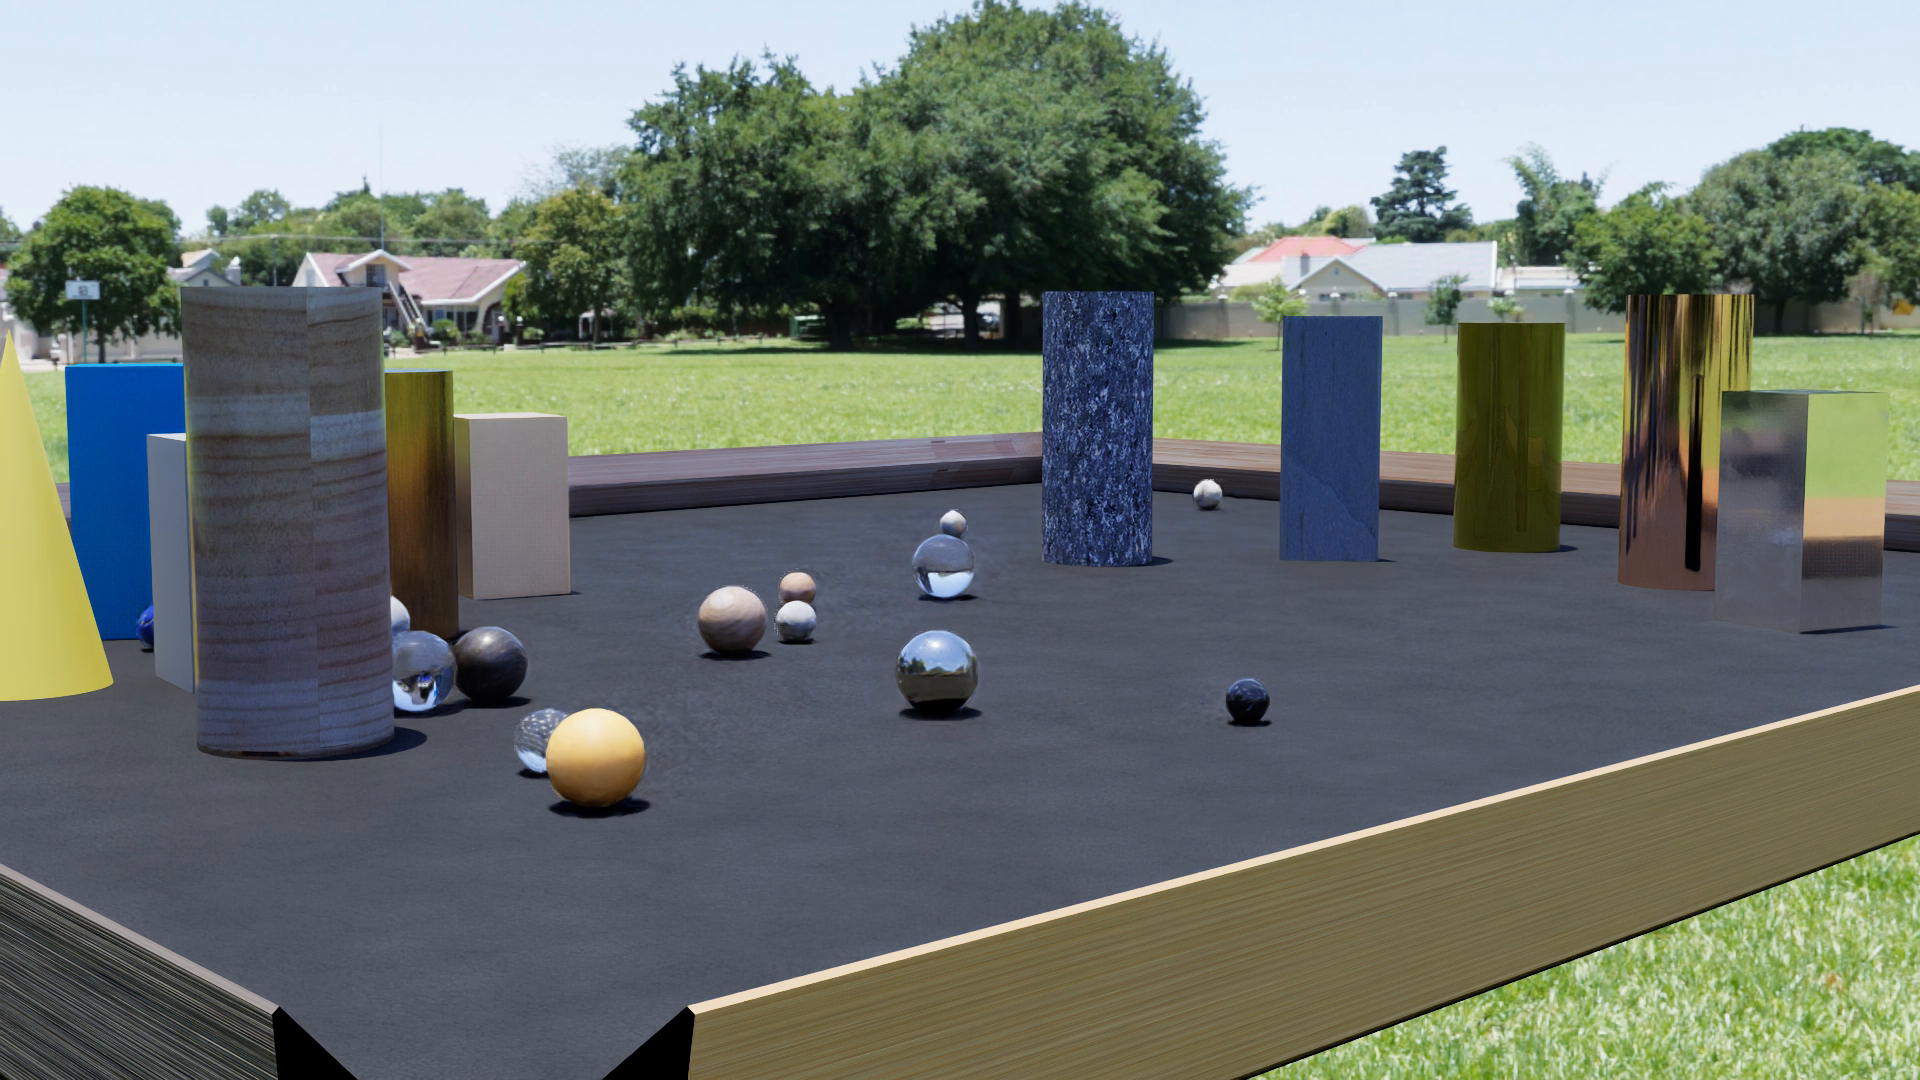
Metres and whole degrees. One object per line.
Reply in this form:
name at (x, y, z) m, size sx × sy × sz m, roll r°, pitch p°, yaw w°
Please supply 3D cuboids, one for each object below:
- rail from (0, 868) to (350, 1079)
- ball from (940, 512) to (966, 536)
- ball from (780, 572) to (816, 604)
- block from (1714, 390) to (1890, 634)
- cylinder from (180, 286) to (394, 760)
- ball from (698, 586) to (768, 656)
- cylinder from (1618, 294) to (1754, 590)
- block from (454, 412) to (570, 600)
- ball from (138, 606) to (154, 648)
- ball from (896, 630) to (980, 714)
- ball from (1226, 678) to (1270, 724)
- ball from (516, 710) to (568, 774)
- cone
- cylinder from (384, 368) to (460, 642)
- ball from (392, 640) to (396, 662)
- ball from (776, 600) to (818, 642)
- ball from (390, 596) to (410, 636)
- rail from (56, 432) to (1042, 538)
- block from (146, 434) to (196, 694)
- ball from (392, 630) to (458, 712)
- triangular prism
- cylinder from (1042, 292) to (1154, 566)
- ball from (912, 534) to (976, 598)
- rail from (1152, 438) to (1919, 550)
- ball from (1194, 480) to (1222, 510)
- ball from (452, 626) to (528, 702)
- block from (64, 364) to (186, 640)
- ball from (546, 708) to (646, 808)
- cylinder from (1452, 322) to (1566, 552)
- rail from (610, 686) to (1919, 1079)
rail at (-1.317, 0.160, 2.123) m, size 0.045 × 0.127 × 3.273 m, roll -5°, pitch 8°, yaw -42°
ball at (-0.014, -0.031, 4.321) m, size 0.051 × 0.051 × 0.051 m, roll 0°, pitch 6°, yaw 0°
ball at (-0.243, 0.075, 3.288) m, size 0.055 × 0.055 × 0.055 m, roll 0°, pitch 6°, yaw 0°
block at (1.192, -0.045, 3.119) m, size 0.157 × 0.330 × 0.157 m, roll -3°, pitch 7°, yaw -26°
cylinder at (-0.687, -0.024, 2.256) m, size 0.196 × 0.467 × 0.196 m, roll 0°, pitch 6°, yaw 0°
ball at (-0.294, 0.105, 2.842) m, size 0.089 × 0.089 × 0.089 m, roll 0°, pitch 6°, yaw 0°
cylinder at (1.177, -0.162, 3.570) m, size 0.196 × 0.469 × 0.196 m, roll 0°, pitch 6°, yaw 0°
block at (-0.721, -0.057, 3.478) m, size 0.157 × 0.279 × 0.157 m, roll -3°, pitch 7°, yaw -30°
ball at (-1.048, 0.113, 2.891) m, size 0.062 × 0.062 × 0.062 m, roll 0°, pitch 6°, yaw 0°
ball at (-0.025, 0.146, 2.432) m, size 0.092 × 0.092 × 0.092 m, roll 0°, pitch 6°, yaw 0°
ball at (0.311, 0.174, 2.378) m, size 0.048 × 0.048 × 0.048 m, roll 0°, pitch 6°, yaw 0°
ball at (-0.398, 0.194, 2.121) m, size 0.062 × 0.062 × 0.062 m, roll 0°, pitch 6°, yaw 0°
cone at (-1.109, -0.037, 2.587) m, size 0.196 × 0.424 × 0.196 m, roll 0°, pitch 6°, yaw 0°
cylinder at (-0.784, -0.048, 2.981) m, size 0.196 × 0.363 × 0.196 m, roll 0°, pitch 6°, yaw 0°
ball at (-0.723, 0.139, 2.737) m, size 0.043 × 0.043 × 0.043 m, roll 0°, pitch 6°, yaw 0°
ball at (-0.220, 0.109, 2.961) m, size 0.055 × 0.055 × 0.055 m, roll 0°, pitch 6°, yaw 0°
ball at (-0.747, 0.110, 2.820) m, size 0.083 × 0.083 × 0.083 m, roll 0°, pitch 6°, yaw 0°
rail at (-1.094, -0.090, 4.511) m, size 3.631 × 0.127 × 0.045 m, roll -5°, pitch 8°, yaw -42°
block at (-0.873, 0.021, 2.652) m, size 0.157 × 0.295 × 0.157 m, roll -4°, pitch 7°, yaw -35°
ball at (-0.605, 0.145, 2.445) m, size 0.091 × 0.091 × 0.091 m, roll 0°, pitch 6°, yaw 0°
triangular prism at (0.666, -0.186, 3.968) m, size 0.170 × 0.434 × 0.147 m, roll 1°, pitch 6°, yaw 8°
cylinder at (0.244, -0.201, 3.905) m, size 0.196 × 0.476 × 0.196 m, roll 0°, pitch 6°, yaw 0°
ball at (-0.025, 0.041, 3.409) m, size 0.098 × 0.098 × 0.098 m, roll 0°, pitch 6°, yaw 0°
rail at (1.317, -0.093, 4.540) m, size 0.045 × 0.127 × 3.273 m, roll -5°, pitch 8°, yaw -42°
ball at (0.553, -0.100, 4.907) m, size 0.066 × 0.066 × 0.066 m, roll 0°, pitch 6°, yaw 0°
ball at (-0.536, 0.141, 2.501) m, size 0.087 × 0.087 × 0.087 m, roll 0°, pitch 6°, yaw 0°
block at (-1.139, -0.058, 3.048) m, size 0.157 × 0.369 × 0.157 m, roll -2°, pitch 6°, yaw -15°
ball at (-0.327, 0.196, 1.973) m, size 0.089 × 0.089 × 0.089 m, roll 0°, pitch 6°, yaw 0°
cylinder at (1.030, -0.196, 4.125) m, size 0.196 × 0.421 × 0.196 m, roll 0°, pitch 6°, yaw 0°
rail at (1.094, 0.156, 2.153) m, size 3.631 × 0.127 × 0.045 m, roll -5°, pitch 8°, yaw -42°
